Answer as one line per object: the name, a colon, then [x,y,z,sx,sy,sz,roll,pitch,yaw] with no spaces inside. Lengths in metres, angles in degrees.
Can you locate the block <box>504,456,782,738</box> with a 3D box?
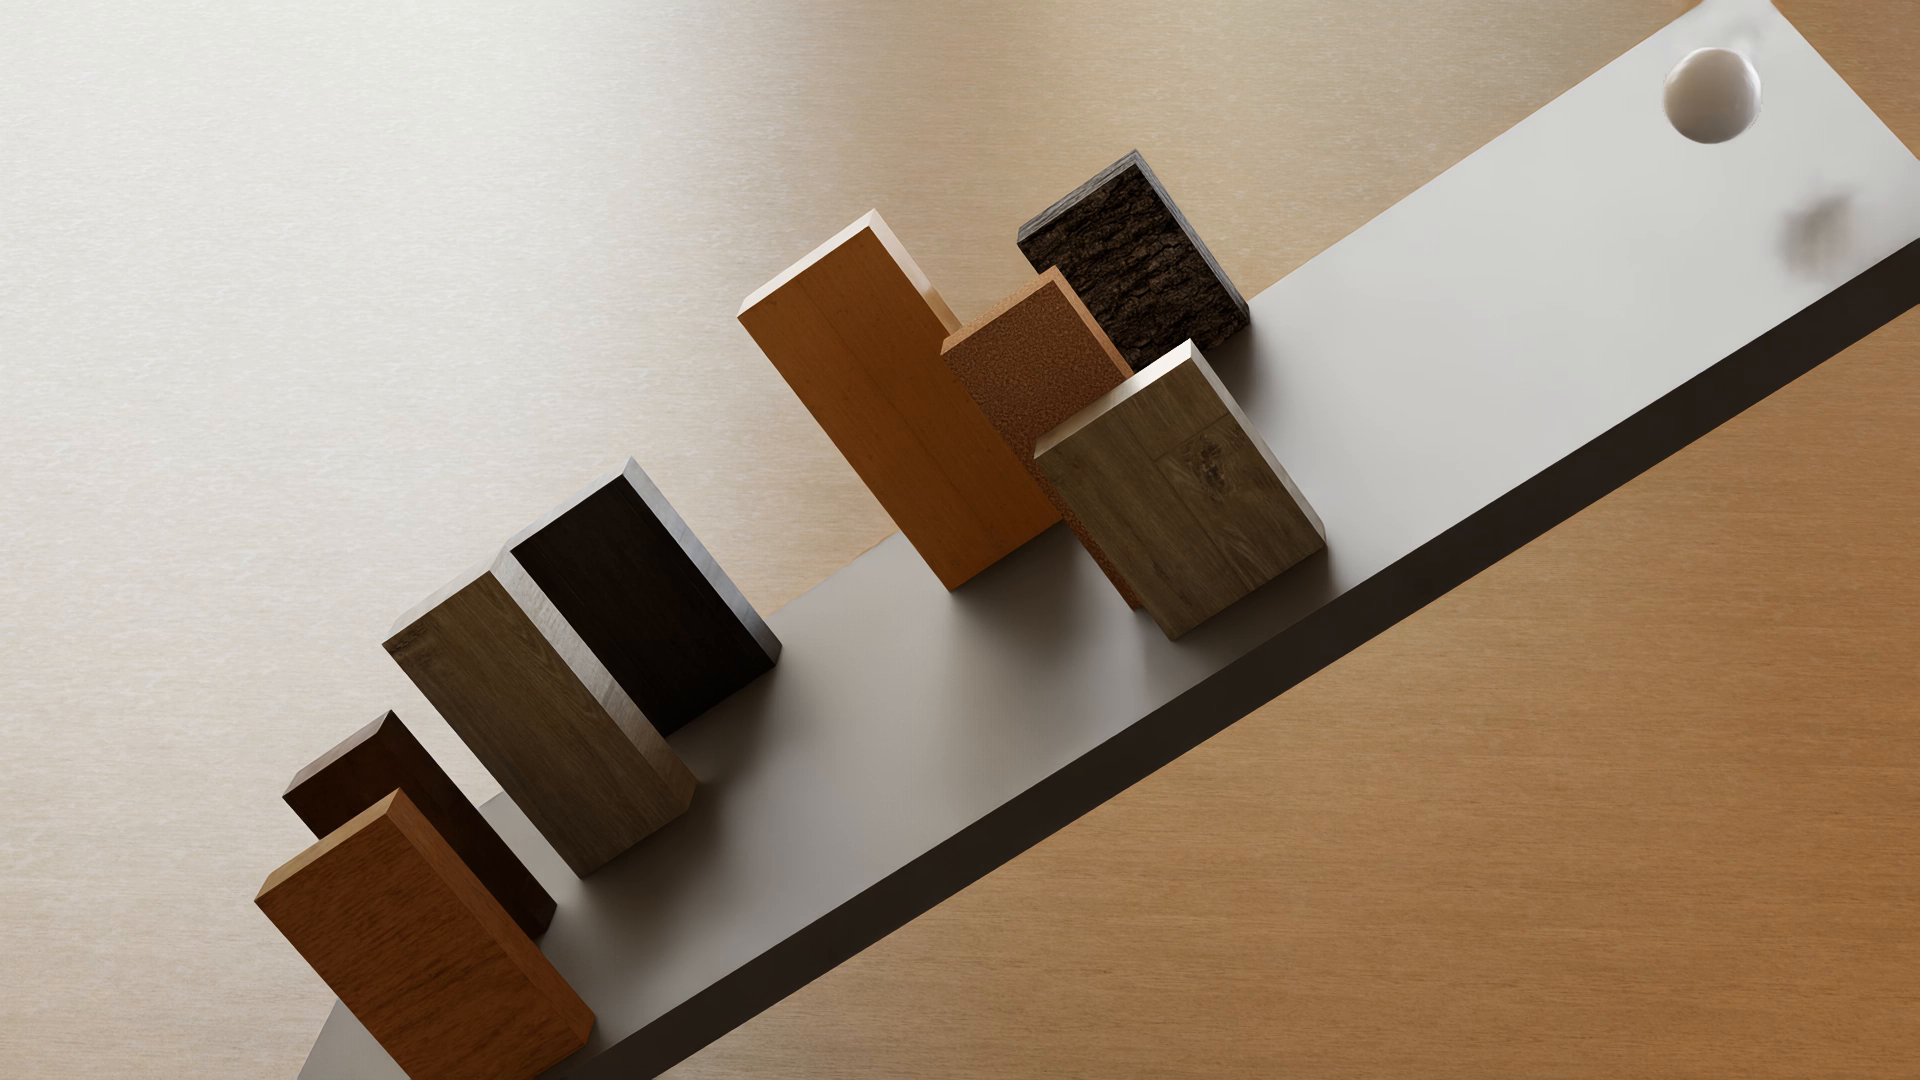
block: [-0.768,0.152,7.065,0.389,0.596,0.126,-33,16,16]

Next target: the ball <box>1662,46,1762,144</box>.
ball: [1.394,-0.824,5.453,0.178,0.178,0.178,0,22,0]

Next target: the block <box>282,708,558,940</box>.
block: [-1.185,0.685,6.472,0.275,0.583,0.121,-33,16,16]

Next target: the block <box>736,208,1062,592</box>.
block: [-0.106,-0.306,6.552,0.362,0.791,0.141,-33,16,16]

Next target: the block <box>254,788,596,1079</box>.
block: [-1.036,0.815,5.719,0.336,0.608,0.110,-33,16,16]

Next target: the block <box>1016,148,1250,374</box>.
block: [0.410,-0.623,6.929,0.337,0.471,0.141,-33,16,16]

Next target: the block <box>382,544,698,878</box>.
block: [-0.930,0.387,6.551,0.310,0.700,0.149,-33,16,16]

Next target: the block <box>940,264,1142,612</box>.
block: [0.260,-0.193,5.696,0.263,0.641,0.099,-33,16,16]

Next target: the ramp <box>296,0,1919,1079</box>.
ramp: [0.133,0.176,6.312,4.000,0.100,2.000,-33,16,16]

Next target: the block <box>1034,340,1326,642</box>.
block: [0.408,-0.089,5.444,0.346,0.442,0.108,-33,16,16]
